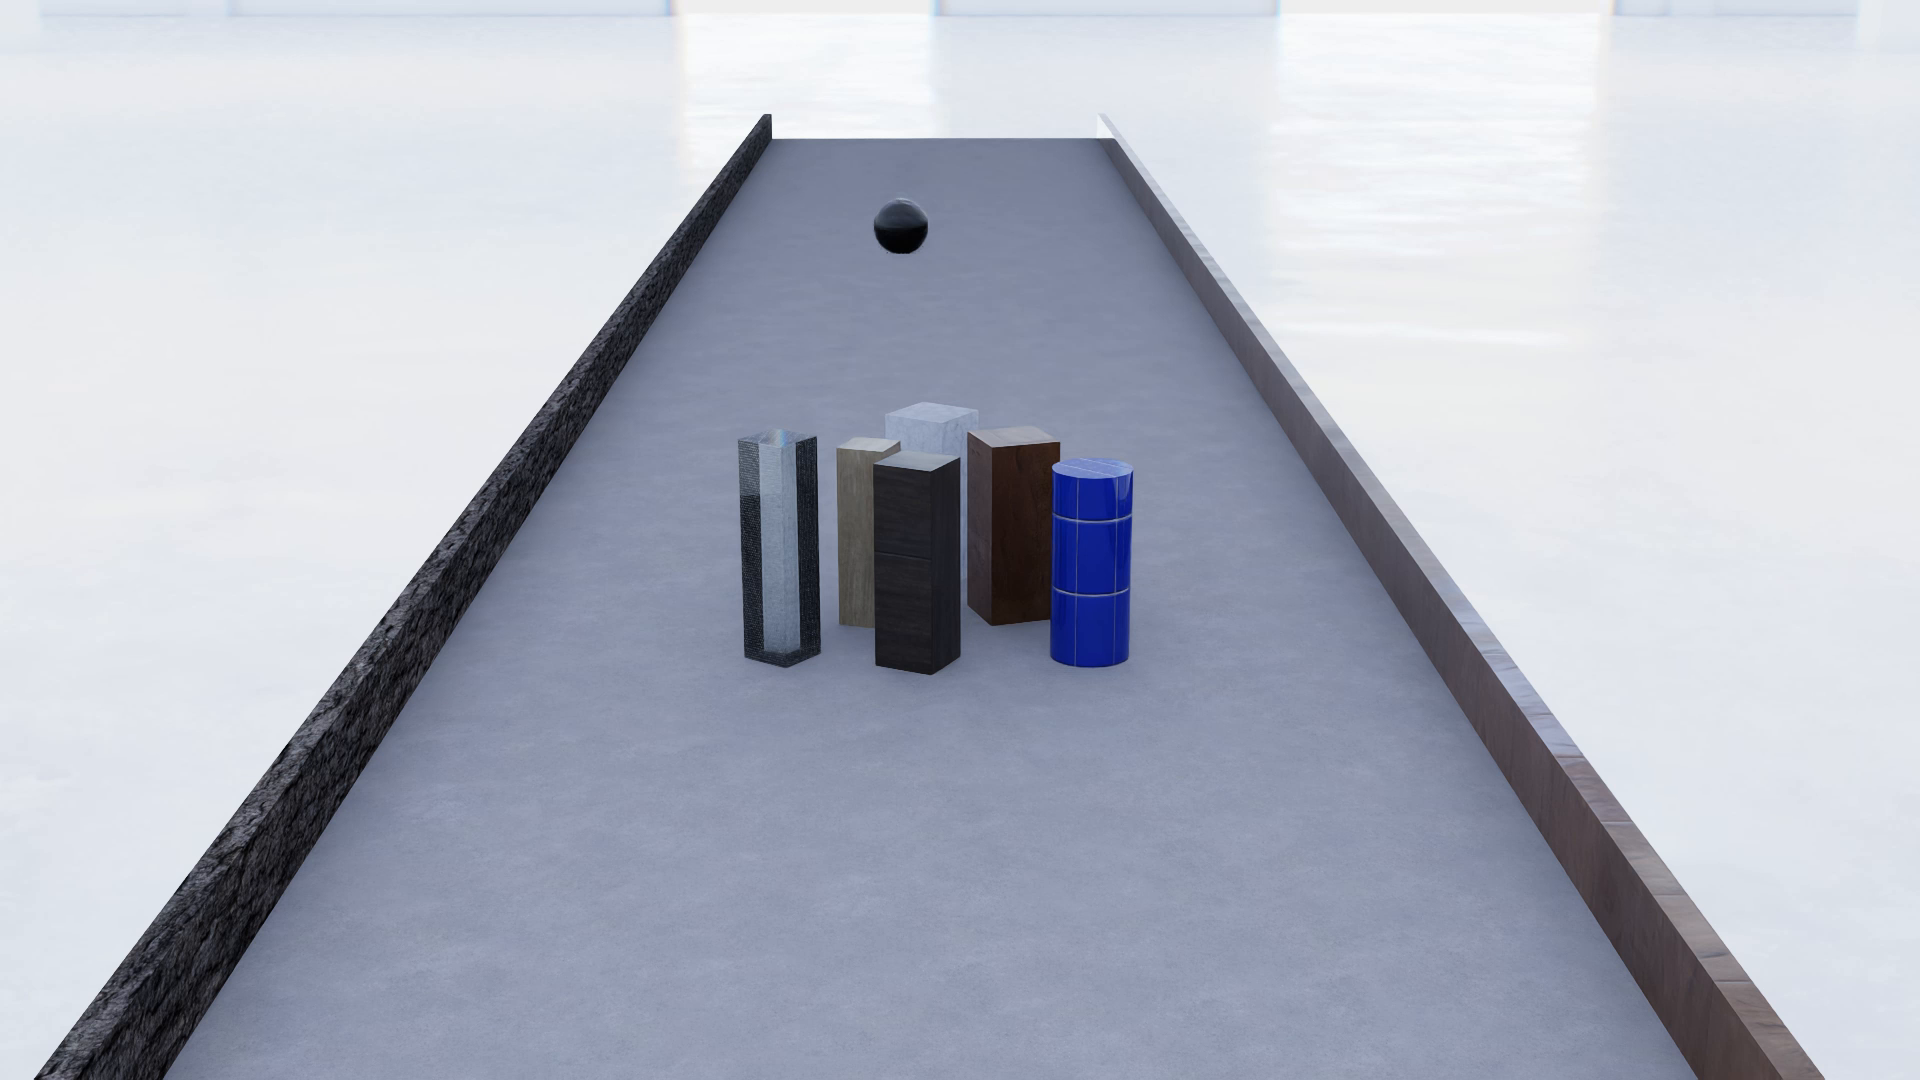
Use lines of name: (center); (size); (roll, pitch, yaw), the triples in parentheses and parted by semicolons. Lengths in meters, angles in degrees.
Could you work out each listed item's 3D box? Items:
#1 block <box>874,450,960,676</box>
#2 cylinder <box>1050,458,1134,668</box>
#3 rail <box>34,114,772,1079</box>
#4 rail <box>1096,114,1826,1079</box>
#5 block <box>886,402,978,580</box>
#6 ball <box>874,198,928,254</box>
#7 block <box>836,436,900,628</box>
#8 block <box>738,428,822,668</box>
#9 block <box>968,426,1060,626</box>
block: (-0.084, 0.043, 4.352); (0.126, 0.415, 0.126); (8, 18, 26)
cylinder: (0.262, 0.045, 4.390); (0.161, 0.390, 0.161); (0, 17, 0)
rail: (-1.118, -0.838, 7.780); (0.050, 0.150, 12.000); (0, 17, -1)
rail: (0.932, -0.844, 7.801); (0.050, 0.150, 12.000); (0, 17, -1)
block: (-0.062, -0.101, 4.902); (0.148, 0.378, 0.148); (11, 20, 32)
ball: (-0.248, -1.319, 9.255); (0.233, 0.233, 0.233); (0, 17, 0)
block: (-0.189, -0.015, 4.605); (0.102, 0.383, 0.102); (6, 17, 18)
block: (-0.358, 0.016, 4.377); (0.110, 0.453, 0.110); (12, 20, 34)
block: (0.112, -0.032, 4.655); (0.151, 0.387, 0.151); (-6, 18, -19)
